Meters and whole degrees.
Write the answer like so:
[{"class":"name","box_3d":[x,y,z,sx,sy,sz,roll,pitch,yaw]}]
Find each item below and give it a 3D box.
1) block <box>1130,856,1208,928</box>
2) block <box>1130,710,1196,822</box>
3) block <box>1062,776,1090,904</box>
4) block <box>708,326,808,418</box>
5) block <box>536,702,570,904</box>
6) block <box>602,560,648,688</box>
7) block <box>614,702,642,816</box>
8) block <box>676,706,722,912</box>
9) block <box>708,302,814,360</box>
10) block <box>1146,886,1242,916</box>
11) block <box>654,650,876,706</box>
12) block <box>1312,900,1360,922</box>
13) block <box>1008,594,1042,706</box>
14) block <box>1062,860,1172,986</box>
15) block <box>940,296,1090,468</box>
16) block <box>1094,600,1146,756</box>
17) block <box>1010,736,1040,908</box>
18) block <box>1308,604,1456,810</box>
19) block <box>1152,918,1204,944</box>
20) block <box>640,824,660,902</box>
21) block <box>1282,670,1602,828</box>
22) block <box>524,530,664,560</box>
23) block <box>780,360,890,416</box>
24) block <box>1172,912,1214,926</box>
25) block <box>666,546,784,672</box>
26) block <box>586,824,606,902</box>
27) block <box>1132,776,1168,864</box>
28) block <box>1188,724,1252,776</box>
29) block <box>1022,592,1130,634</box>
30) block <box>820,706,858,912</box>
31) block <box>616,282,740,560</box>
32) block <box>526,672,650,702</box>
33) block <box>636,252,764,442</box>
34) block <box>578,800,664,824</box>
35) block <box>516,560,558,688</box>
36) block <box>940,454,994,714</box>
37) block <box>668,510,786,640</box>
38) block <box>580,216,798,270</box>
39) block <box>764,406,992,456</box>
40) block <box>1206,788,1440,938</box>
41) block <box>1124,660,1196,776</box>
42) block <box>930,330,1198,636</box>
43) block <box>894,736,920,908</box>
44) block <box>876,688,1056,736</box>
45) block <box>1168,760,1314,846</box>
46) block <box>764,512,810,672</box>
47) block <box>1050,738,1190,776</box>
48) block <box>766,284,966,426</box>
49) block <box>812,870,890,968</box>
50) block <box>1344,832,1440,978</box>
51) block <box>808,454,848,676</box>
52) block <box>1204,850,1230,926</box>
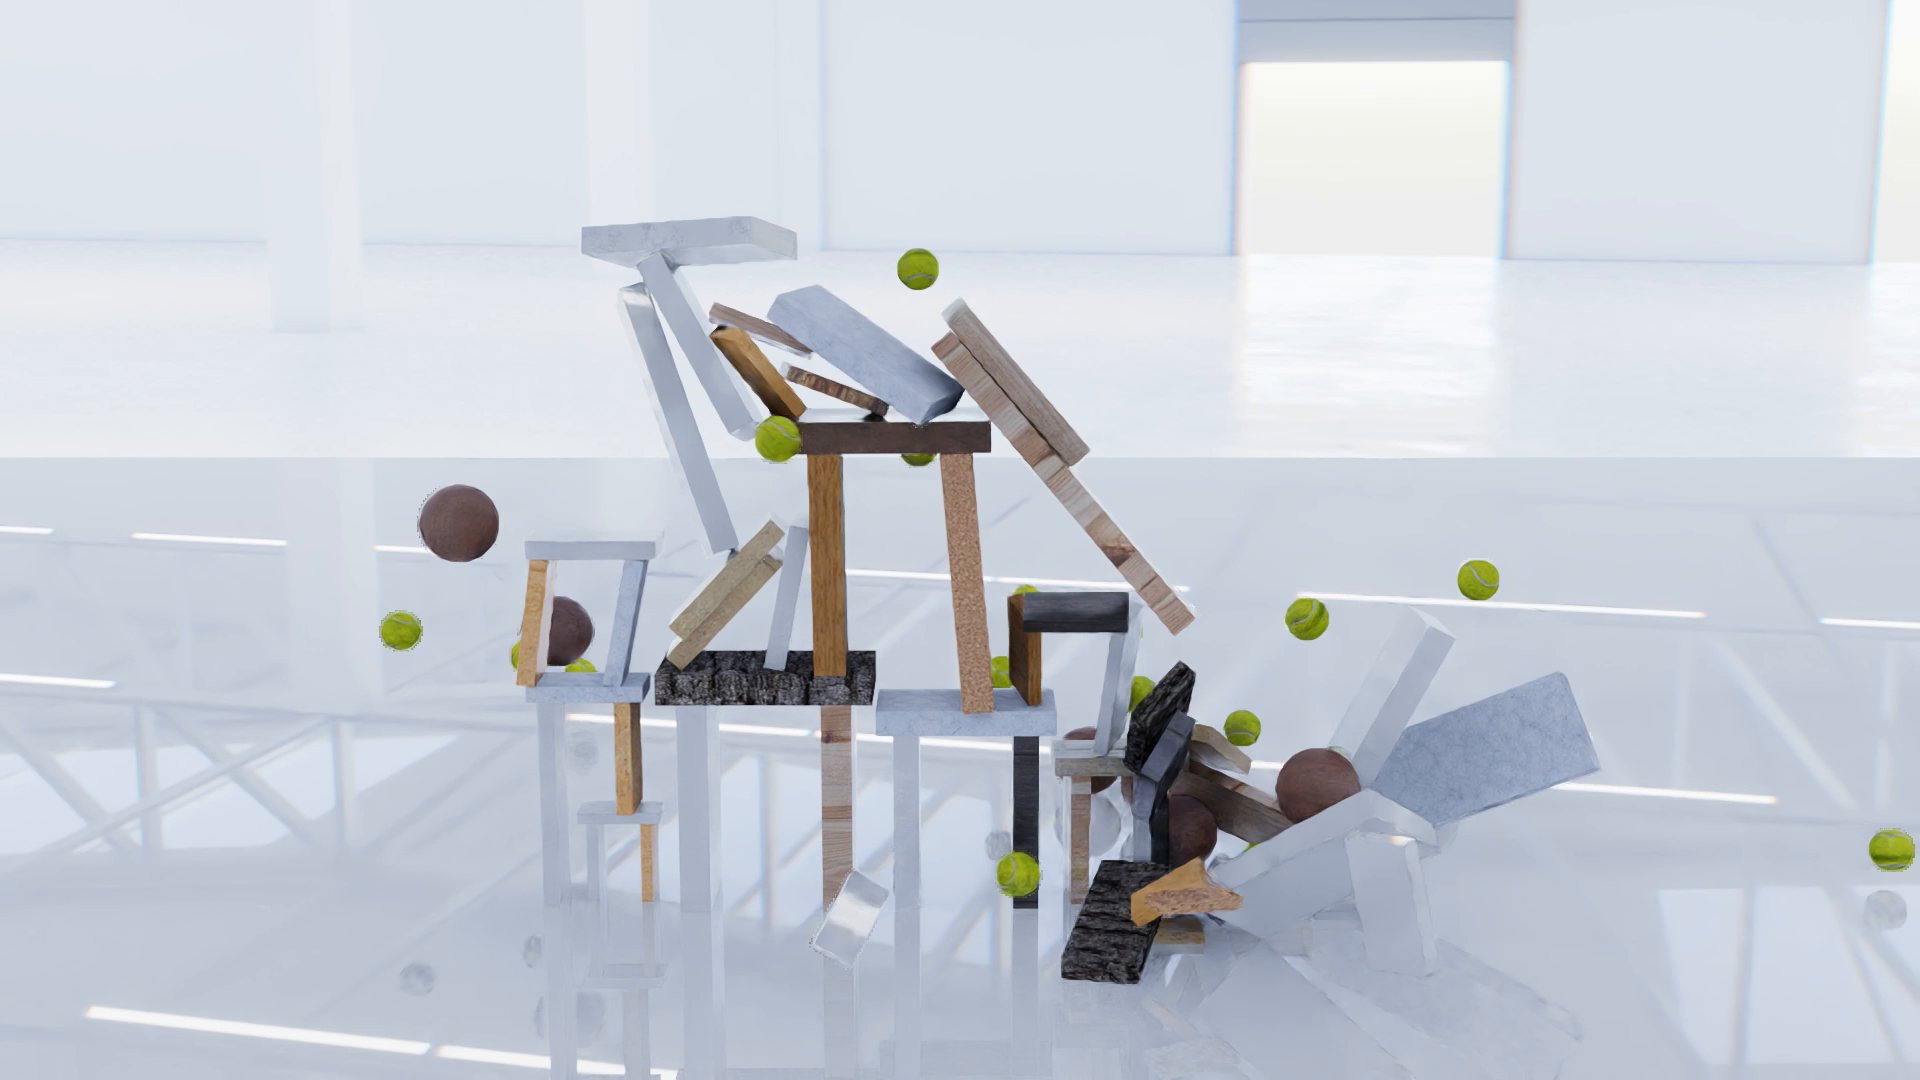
[{"class":"block","box_3d":[0.321,0.541,3.378,0.128,0.018,0.064,-33,21,16]},{"class":"block","box_3d":[0.317,0.357,3.441,0.033,0.117,0.233,29,-19,12]},{"class":"block","box_3d":[0.193,0.481,3.652,0.031,0.220,0.110,-1,11,-4]},{"class":"block","box_3d":[-0.318,-0.264,3.468,0.024,0.171,0.086,-49,31,-17]},{"class":"block","box_3d":[-0.671,0.423,3.636,0.027,0.341,0.094,0,10,0]},{"class":"block","box_3d":[-0.543,0.125,3.582,0.030,0.209,0.104,11,10,-4]},{"class":"block","box_3d":[-0.546,0.348,3.621,0.027,0.189,0.095,0,10,2]},{"class":"block","box_3d":[-0.430,0.420,3.635,0.049,0.347,0.174,0,11,0]},{"class":"block","box_3d":[-0.311,-0.329,3.470,0.171,0.024,0.085,21,-3,-3]},{"class":"block","box_3d":[0.349,0.537,3.275,0.128,0.018,0.064,-1,6,-22]},{"class":"block","box_3d":[-0.314,0.225,3.598,0.347,0.049,0.174,0,11,0]},{"class":"block","box_3d":[0.625,0.602,3.566,0.105,0.015,0.053,0,11,1]},{"class":"block","box_3d":[0.105,0.178,3.560,0.023,0.165,0.082,-13,35,-18]},{"class":"block","box_3d":[0.249,0.592,3.434,0.117,0.033,0.335,2,19,14]},{"class":"block","box_3d":[0.087,-0.253,3.493,0.042,0.298,0.149,-41,14,5]},{"class":"block","box_3d":[0.257,0.224,3.555,0.023,0.247,0.082,18,31,19]},{"class":"block","box_3d":[0.107,0.447,3.643,0.041,0.292,0.146,0,11,0]},{"class":"block","box_3d":[0.674,0.276,3.530,0.048,0.337,0.168,27,9,-4]},{"class":"block","box_3d":[0.316,0.617,3.472,0.131,0.018,0.065,0,11,-1]},{"class":"block","box_3d":[-0.515,0.526,3.650,0.019,0.133,0.067,0,11,1]},{"class":"block","box_3d":[0.805,0.391,3.707,0.505,0.168,0.048,-24,-20,22]},{"class":"block","box_3d":[-0.591,0.007,3.559,0.209,0.030,0.104,0,10,-1]},{"class":"block","box_3d":[-0.200,-0.241,3.494,0.171,0.024,0.085,20,4,-15]},{"class":"block","box_3d":[0.415,0.598,3.574,0.131,0.018,0.065,-7,13,-33]},{"class":"block","box_3d":[-0.380,0.105,3.577,0.034,0.237,0.118,43,6,-9]},{"class":"block","box_3d":[-0.604,0.525,3.653,0.019,0.133,0.067,0,11,0]},{"class":"block","box_3d":[0.317,0.481,3.651,0.031,0.220,0.110,-4,11,-10]},{"class":"block","box_3d":[0.417,0.352,3.758,0.100,0.028,0.200,11,-16,31]},{"class":"block","box_3d":[0.184,0.114,3.477,0.165,0.023,0.082,0,33,6]},{"class":"block","box_3d":[-0.199,0.420,3.635,0.049,0.347,0.174,0,11,0]},{"class":"block","box_3d":[-0.456,-0.188,3.539,0.043,0.444,0.153,-20,0,-12]},{"class":"block","box_3d":[-0.608,0.242,3.603,0.189,0.027,0.094,0,10,-1]},{"class":"block","box_3d":[-0.409,-0.306,3.513,0.043,0.307,0.153,-29,-4,3]},{"class":"block","box_3d":[-0.560,0.451,3.638,0.133,0.019,0.067,0,10,1]},{"class":"block","box_3d":[-0.687,0.125,3.579,0.030,0.209,0.104,8,10,-2]},{"class":"block","box_3d":[0.011,0.055,3.566,0.050,0.420,0.178,-5,10,1]},{"class":"block","box_3d":[-0.373,0.055,3.544,0.034,0.237,0.118,43,3,-9]},{"class":"block","box_3d":[-0.430,-0.472,3.502,0.307,0.043,0.153,0,-3,24]},{"class":"block","box_3d":[-0.129,-0.176,3.521,0.356,0.050,0.178,-1,11,0]},{"class":"block","box_3d":[0.537,0.495,3.342,0.337,0.048,0.168,-34,-45,30]},{"class":"block","box_3d":[0.314,0.284,3.473,0.033,0.117,0.233,39,-19,17]},{"class":"block","box_3d":[0.165,-0.087,3.432,0.042,0.580,0.149,-41,-6,5]},{"class":"block","box_3d":[-0.087,0.447,3.642,0.041,0.292,0.146,0,11,0]},{"class":"block","box_3d":[0.010,0.283,3.612,0.292,0.041,0.146,0,11,0]},{"class":"block","box_3d":[0.468,0.459,3.790,0.320,0.100,0.028,22,41,35]},{"class":"block","box_3d":[-0.278,0.083,3.572,0.034,0.237,0.118,11,10,-4]},{"class":"block","box_3d":[0.263,0.358,3.627,0.220,0.031,0.110,-1,11,-2]},{"class":"block","box_3d":[-0.145,-0.292,3.436,0.298,0.042,0.149,36,23,10]},{"class":"block","box_3d":[-0.165,0.573,3.330,0.065,0.131,0.018,32,-29,-5]},{"class":"block","box_3d":[0.606,0.511,3.083,0.100,0.200,0.028,1,18,46]},{"class":"block","box_3d":[-0.213,0.025,3.559,0.050,0.356,0.178,-1,11,-1]},{"class":"block","box_3d":[0.413,0.552,3.483,0.064,0.128,0.018,38,48,17]}]
